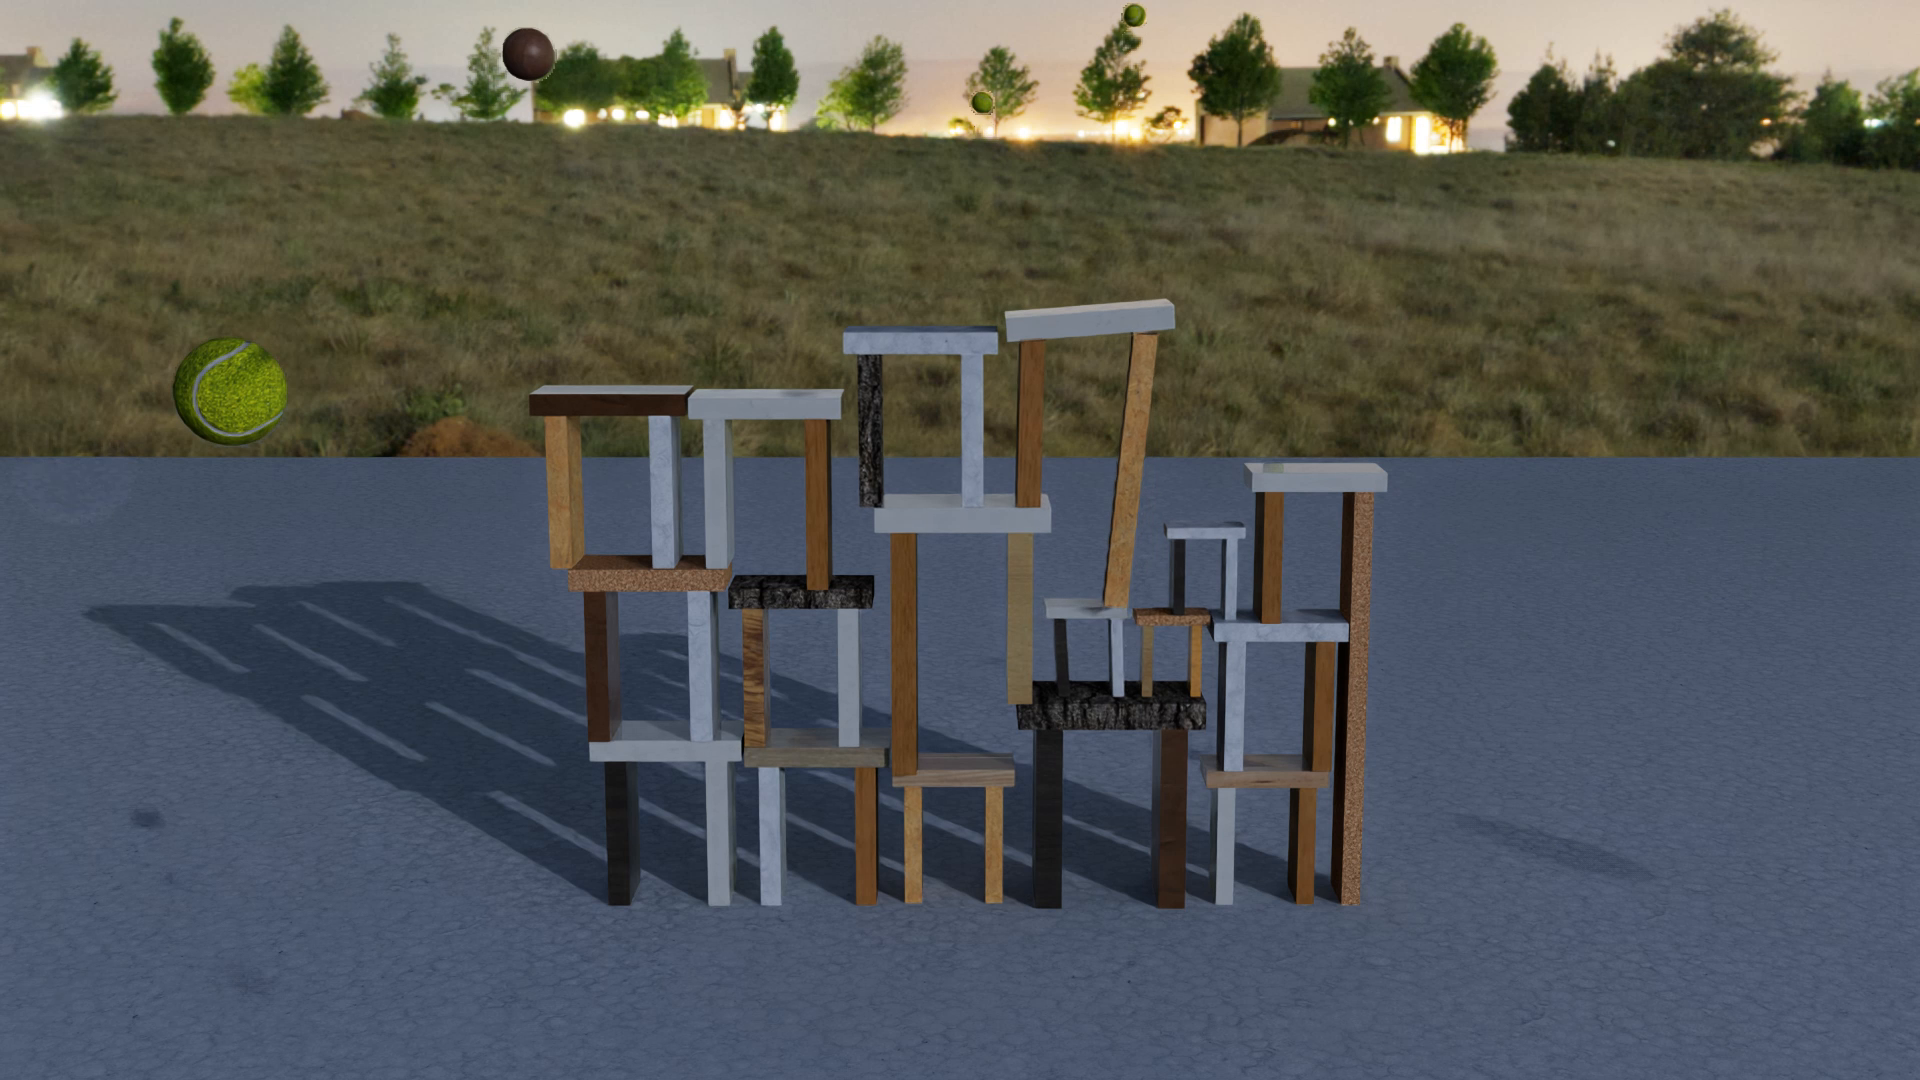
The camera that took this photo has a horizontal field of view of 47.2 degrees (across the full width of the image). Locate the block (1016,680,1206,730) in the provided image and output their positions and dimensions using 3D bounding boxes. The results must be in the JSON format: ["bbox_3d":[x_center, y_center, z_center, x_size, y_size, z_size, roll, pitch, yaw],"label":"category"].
[{"bbox_3d":[0.245,0.271,3.613,0.302,0.043,0.151,0,11,0],"label":"block"}]

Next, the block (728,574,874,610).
[{"bbox_3d":[-0.256,0.084,3.578,0.230,0.033,0.115,0,11,0],"label":"block"}]

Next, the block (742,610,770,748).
[{"bbox_3d":[-0.333,0.213,3.602,0.033,0.229,0.115,0,11,0],"label":"block"}]

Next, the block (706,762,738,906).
[{"bbox_3d":[-0.396,0.469,3.650,0.035,0.246,0.123,0,11,0],"label":"block"}]

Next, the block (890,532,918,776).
[{"bbox_3d":[-0.090,0.172,3.586,0.040,0.398,0.140,0,10,0],"label":"block"}]

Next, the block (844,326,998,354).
[{"bbox_3d":[-0.062,-0.319,3.499,0.242,0.034,0.121,0,10,0],"label":"block"}]

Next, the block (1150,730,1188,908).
[{"bbox_3d":[0.346,0.441,3.644,0.043,0.302,0.151,0,11,0],"label":"block"}]

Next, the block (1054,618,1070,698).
[{"bbox_3d":[0.166,0.185,3.599,0.019,0.131,0.066,-3,10,1],"label":"block"}]

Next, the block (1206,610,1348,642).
[{"bbox_3d":[0.516,0.139,3.587,0.216,0.031,0.108,0,11,0],"label":"block"}]

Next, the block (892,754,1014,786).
[{"bbox_3d":[-0.010,0.380,3.635,0.199,0.028,0.099,0,11,0],"label":"block"}]

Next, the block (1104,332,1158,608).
[{"bbox_3d":[0.272,-0.115,3.521,0.037,0.432,0.131,6,7,3],"label":"block"}]

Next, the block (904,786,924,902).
[{"bbox_3d":[-0.077,0.491,3.655,0.028,0.199,0.099,0,11,0],"label":"block"}]

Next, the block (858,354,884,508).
[{"bbox_3d":[-0.143,-0.182,3.523,0.034,0.242,0.121,0,10,0],"label":"block"}]

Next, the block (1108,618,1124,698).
[{"bbox_3d":[0.255,0.185,3.598,0.019,0.131,0.066,-2,11,0],"label":"block"}]

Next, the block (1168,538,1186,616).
[{"bbox_3d":[0.353,0.054,3.573,0.018,0.126,0.063,-1,11,-1],"label":"block"}]

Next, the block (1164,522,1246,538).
[{"bbox_3d":[0.395,-0.016,3.560,0.126,0.018,0.063,0,11,0],"label":"block"}]

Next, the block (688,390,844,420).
[{"bbox_3d":[-0.308,-0.218,3.519,0.240,0.034,0.120,0,11,0],"label":"block"}]

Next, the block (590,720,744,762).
[{"bbox_3d":[-0.478,0.331,3.624,0.246,0.035,0.123,0,11,0],"label":"block"}]

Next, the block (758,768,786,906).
[{"bbox_3d":[-0.311,0.474,3.650,0.033,0.235,0.117,0,11,0],"label":"block"}]

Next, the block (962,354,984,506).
[{"bbox_3d":[0.019,-0.182,3.523,0.034,0.242,0.121,0,10,0],"label":"block"}]

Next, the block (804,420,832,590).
[{"bbox_3d":[-0.227,-0.066,3.547,0.034,0.274,0.120,0,11,0],"label":"block"}]

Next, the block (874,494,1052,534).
[{"bbox_3d":[0.004,-0.043,3.547,0.280,0.040,0.140,0,10,0],"label":"block"}]

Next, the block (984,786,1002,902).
[{"bbox_3d":[0.056,0.491,3.655,0.028,0.199,0.099,0,11,0],"label":"block"}]

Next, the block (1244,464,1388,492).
[{"bbox_3d":[0.570,-0.101,3.539,0.214,0.030,0.107,0,11,0],"label":"block"}]

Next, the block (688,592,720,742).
[{"bbox_3d":[-0.417,0.193,3.592,0.035,0.248,0.124,0,11,0],"label":"block"}]

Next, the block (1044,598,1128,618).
[{"bbox_3d":[0.204,0.112,3.580,0.131,0.019,0.066,0,11,-1],"label":"block"}]

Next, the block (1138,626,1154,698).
[{"bbox_3d":[0.305,0.192,3.597,0.017,0.119,0.059,0,11,0],"label":"block"}]

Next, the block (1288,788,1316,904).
[{"bbox_3d":[0.567,0.493,3.648,0.028,0.199,0.099,0,11,0],"label":"block"}]

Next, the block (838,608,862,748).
[{"bbox_3d":[-0.180,0.213,3.602,0.033,0.230,0.115,0,11,0],"label":"block"}]

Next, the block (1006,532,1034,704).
[{"bbox_3d":[0.096,0.114,3.577,0.040,0.280,0.140,0,10,0],"label":"block"}]

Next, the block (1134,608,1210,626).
[{"bbox_3d":[0.345,0.125,3.585,0.119,0.017,0.059,0,11,0],"label":"block"}]

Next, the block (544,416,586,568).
[{"bbox_3d":[-0.637,-0.086,3.548,0.035,0.245,0.122,0,11,0],"label":"block"}]

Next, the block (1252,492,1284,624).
[{"bbox_3d":[0.499,0.019,3.561,0.030,0.214,0.107,0,11,0],"label":"block"}]

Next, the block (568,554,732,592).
[{"bbox_3d":[-0.500,0.053,3.566,0.248,0.035,0.124,0,11,0],"label":"block"}]

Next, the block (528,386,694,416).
[{"bbox_3d":[-0.556,-0.223,3.524,0.245,0.035,0.122,0,11,0],"label":"block"}]

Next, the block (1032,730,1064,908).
[{"bbox_3d":[0.145,0.441,3.644,0.043,0.302,0.151,0,11,0],"label":"block"}]

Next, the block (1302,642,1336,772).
[{"bbox_3d":[0.589,0.260,3.609,0.031,0.216,0.108,0,11,0],"label":"block"}]

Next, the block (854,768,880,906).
[{"bbox_3d":[-0.154,0.474,3.650,0.033,0.235,0.117,0,11,0],"label":"block"}]

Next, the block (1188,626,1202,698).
[{"bbox_3d":[0.384,0.192,3.597,0.017,0.119,0.059,0,11,1],"label":"block"}]

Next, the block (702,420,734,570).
[{"bbox_3d":[-0.388,-0.083,3.544,0.034,0.240,0.120,0,11,0],"label":"block"}]

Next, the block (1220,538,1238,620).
[{"bbox_3d":[0.437,0.058,3.574,0.018,0.133,0.063,0,11,0],"label":"block"}]

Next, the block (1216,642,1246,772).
[{"bbox_3d":[0.445,0.260,3.609,0.031,0.216,0.108,0,11,0],"label":"block"}]

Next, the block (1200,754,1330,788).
[{"bbox_3d":[0.501,0.381,3.627,0.199,0.028,0.099,0,11,0],"label":"block"}]

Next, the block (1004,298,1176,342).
[{"bbox_3d":[0.204,-0.349,3.492,0.263,0.037,0.131,-4,10,1],"label":"block"}]

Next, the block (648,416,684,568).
[{"bbox_3d":[-0.474,-0.086,3.548,0.035,0.245,0.122,0,11,0],"label":"block"}]

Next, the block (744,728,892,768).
[{"bbox_3d":[-0.232,0.342,3.625,0.235,0.033,0.117,0,11,0],"label":"block"}]

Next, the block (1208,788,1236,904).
[{"bbox_3d":[0.435,0.493,3.648,0.028,0.199,0.099,0,11,0],"label":"block"}]

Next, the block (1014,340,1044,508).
[{"bbox_3d":[0.111,-0.193,3.521,0.037,0.263,0.131,1,10,0],"label":"block"}]

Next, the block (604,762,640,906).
[{"bbox_3d":[-0.560,0.469,3.650,0.035,0.246,0.123,0,11,0],"label":"block"}]

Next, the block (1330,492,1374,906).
[{"bbox_3d":[0.642,0.252,3.604,0.030,0.688,0.107,0,11,0],"label":"block"}]

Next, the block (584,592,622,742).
[{"bbox_3d":[-0.583,0.193,3.591,0.035,0.248,0.124,0,11,0],"label":"block"}]
